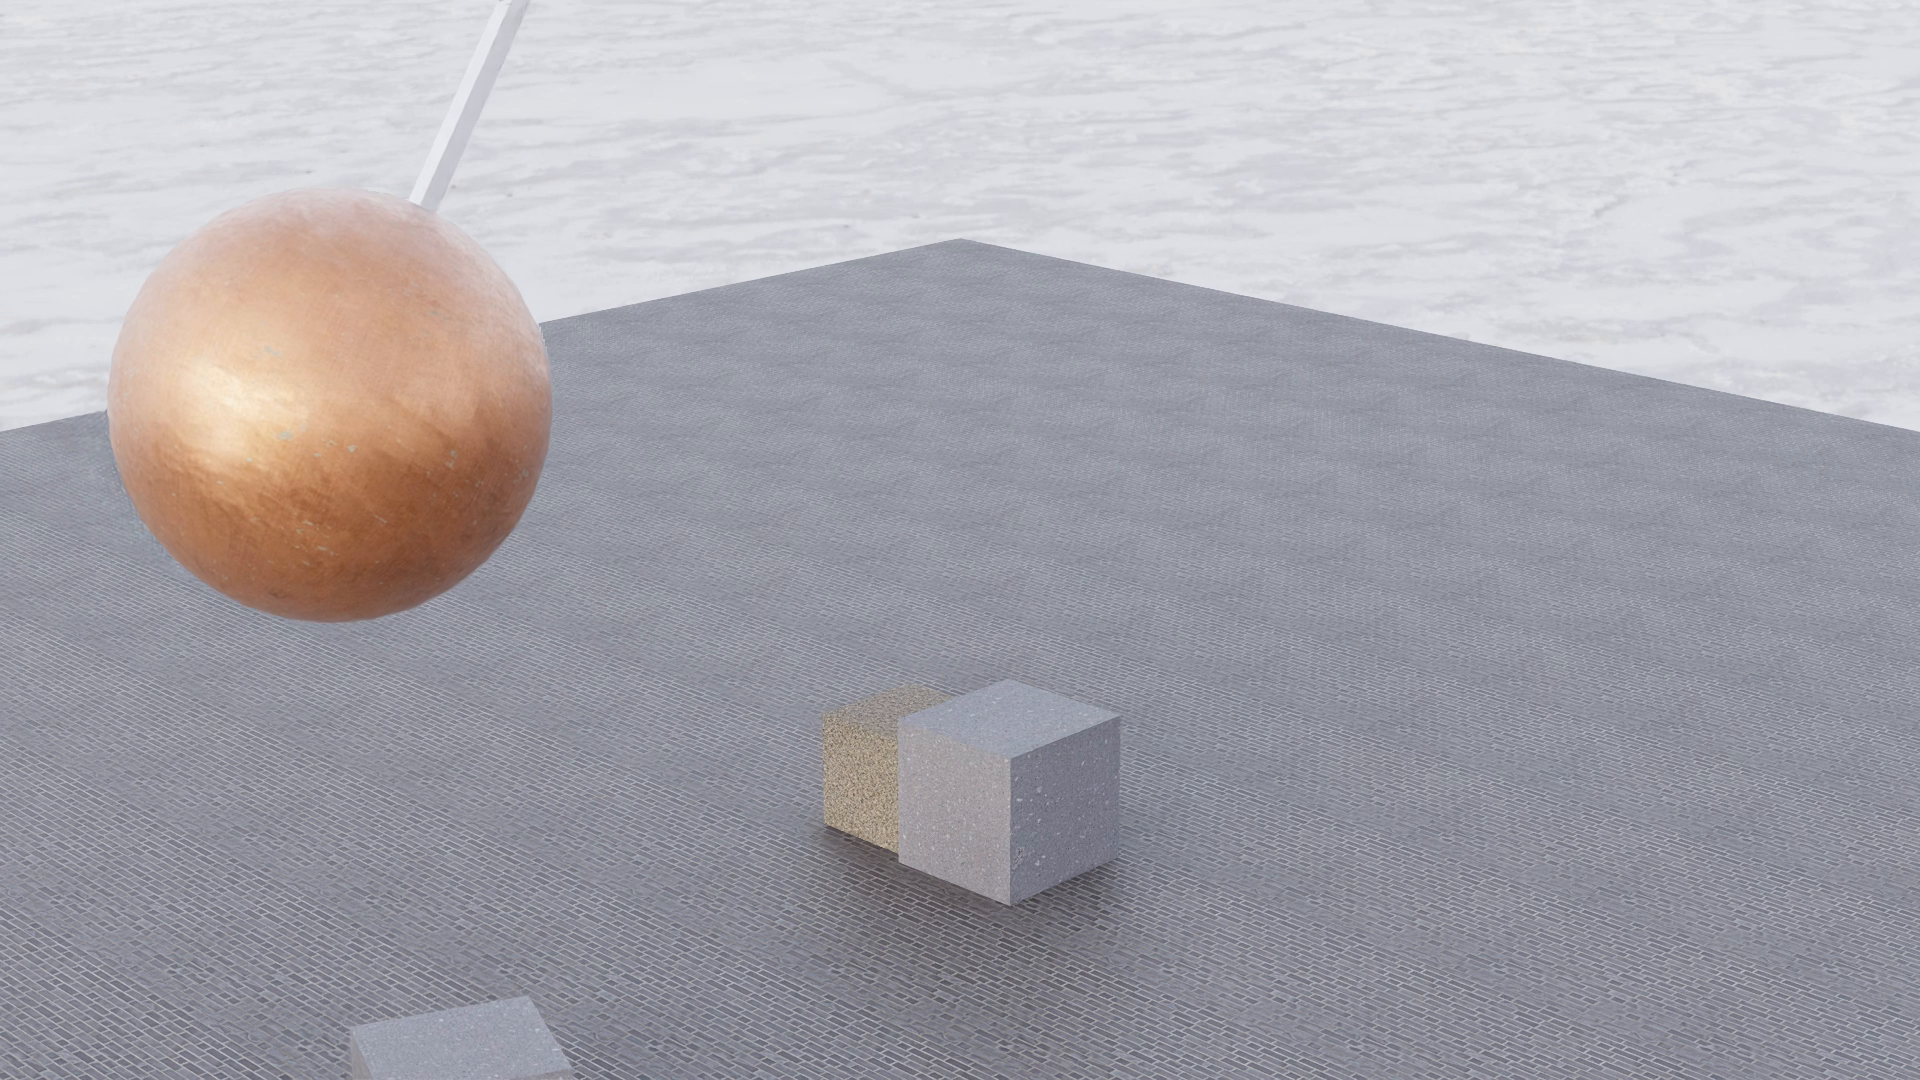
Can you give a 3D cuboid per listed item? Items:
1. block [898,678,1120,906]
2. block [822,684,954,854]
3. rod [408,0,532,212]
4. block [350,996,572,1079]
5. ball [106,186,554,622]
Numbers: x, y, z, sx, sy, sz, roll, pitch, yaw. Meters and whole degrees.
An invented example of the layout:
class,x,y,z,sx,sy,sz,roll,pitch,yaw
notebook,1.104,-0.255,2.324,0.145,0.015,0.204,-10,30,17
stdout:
class,x,y,z,sx,sy,sz,roll,pitch,yaw
block,0.227,1.148,13.512,0.701,0.708,0.745,16,23,41
block,-0.243,1.085,13.956,0.562,0.562,0.591,17,24,42
rod,-0.998,-3.612,11.161,0.080,5.200,0.080,17,-9,42
block,-1.787,2.114,10.556,0.663,0.637,0.615,-7,19,-21
ball,-2.302,-0.496,10.773,1.600,1.600,1.600,0,17,0
